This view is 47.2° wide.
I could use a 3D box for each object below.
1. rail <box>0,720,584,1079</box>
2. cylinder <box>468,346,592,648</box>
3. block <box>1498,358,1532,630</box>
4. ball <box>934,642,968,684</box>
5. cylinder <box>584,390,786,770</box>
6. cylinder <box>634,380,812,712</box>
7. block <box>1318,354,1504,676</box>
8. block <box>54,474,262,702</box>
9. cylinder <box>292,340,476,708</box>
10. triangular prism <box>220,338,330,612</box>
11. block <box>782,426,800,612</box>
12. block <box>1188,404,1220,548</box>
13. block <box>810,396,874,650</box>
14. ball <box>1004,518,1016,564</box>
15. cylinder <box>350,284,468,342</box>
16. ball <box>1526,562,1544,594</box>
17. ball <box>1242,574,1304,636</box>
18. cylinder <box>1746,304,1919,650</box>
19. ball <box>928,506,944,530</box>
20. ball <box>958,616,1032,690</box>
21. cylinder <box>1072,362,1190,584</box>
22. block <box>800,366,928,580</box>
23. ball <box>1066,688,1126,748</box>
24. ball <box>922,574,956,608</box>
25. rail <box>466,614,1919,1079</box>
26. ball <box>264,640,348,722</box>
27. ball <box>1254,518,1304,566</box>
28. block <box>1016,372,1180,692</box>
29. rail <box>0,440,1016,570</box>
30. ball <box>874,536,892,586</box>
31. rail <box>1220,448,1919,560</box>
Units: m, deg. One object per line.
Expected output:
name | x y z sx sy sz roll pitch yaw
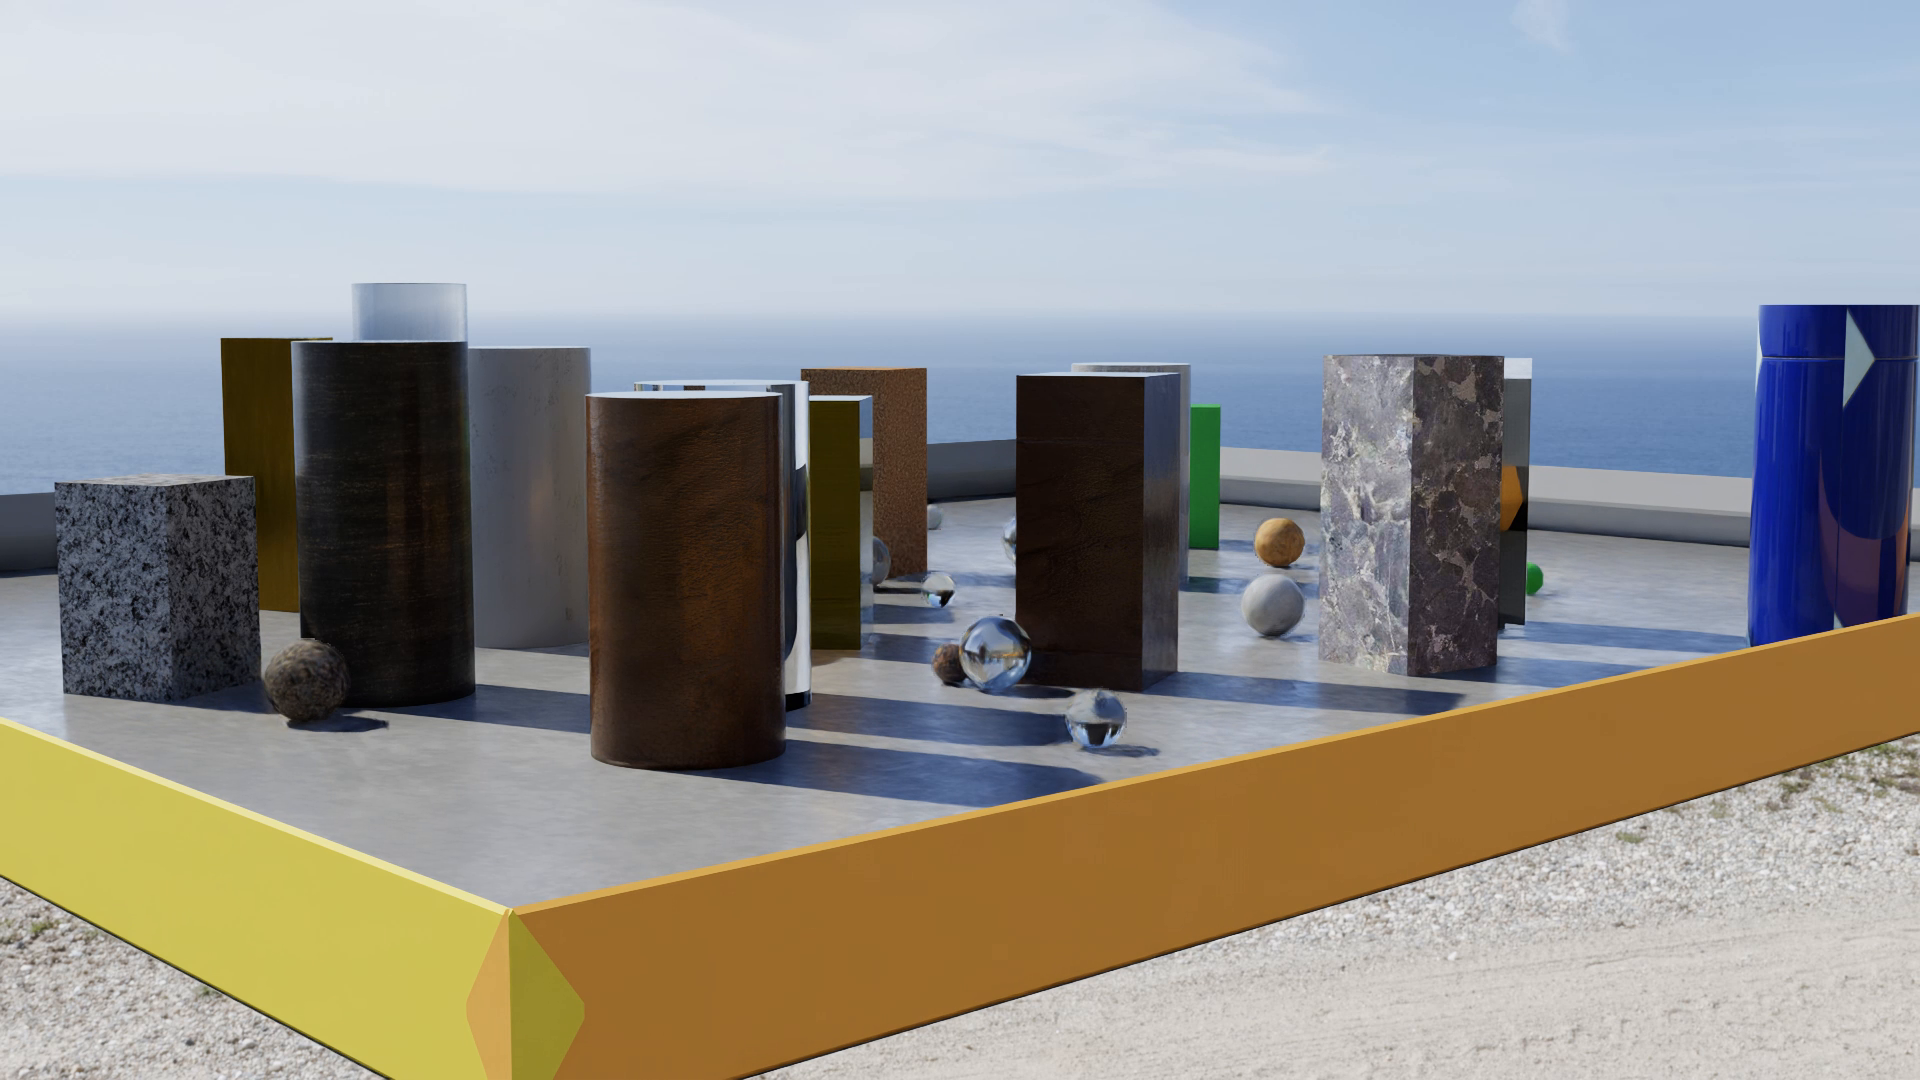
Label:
rail | -1.196 0.148 2.234 0.045 0.127 2.877 -5 8 -42
cylinder | -0.596 -0.063 2.977 0.196 0.395 0.196 0 6 0
block | 0.689 -0.067 3.096 0.157 0.377 0.157 -6 8 -44
ball | -0.008 0.147 2.630 0.049 0.049 0.049 0 6 0
cylinder | -0.275 0.034 2.210 0.196 0.361 0.196 0 6 0
cylinder | -0.267 0.004 2.488 0.196 0.364 0.196 0 6 0
block | 0.566 -0.038 2.769 0.157 0.388 0.157 -4 7 -34
block | -0.944 0.051 2.597 0.157 0.246 0.157 2 6 20
cylinder | -0.665 -0.025 2.543 0.196 0.409 0.196 0 6 0
triangular prism | -0.992 -0.103 3.321 0.170 0.403 0.147 2 6 22
block | -0.321 -0.033 3.310 0.157 0.266 0.157 0 6 -3
block | 0.418 -0.126 4.207 0.157 0.263 0.157 1 6 7
block | -0.203 -0.027 2.956 0.157 0.328 0.157 0 6 4
ball | 0.123 0.002 3.778 0.098 0.098 0.098 0 6 0
cylinder | -0.956 -0.201 3.843 0.196 0.490 0.196 0 6 0
ball | 0.889 0.061 3.447 0.051 0.051 0.051 0 6 0
ball | 0.428 0.089 3.010 0.086 0.086 0.086 0 6 0
cylinder | 1.138 -0.080 2.871 0.196 0.451 0.196 0 6 0
ball | -0.060 -0.045 4.447 0.052 0.052 0.052 0 6 0
ball | 0.042 0.133 2.585 0.086 0.086 0.086 0 6 0
cylinder | 0.280 -0.111 3.619 0.196 0.357 0.196 0 6 0
block | -0.161 -0.117 3.724 0.157 0.347 0.157 3 7 25
ball | 0.138 0.182 2.239 0.061 0.061 0.061 0 6 0
ball | -0.032 0.076 3.301 0.051 0.051 0.051 0 6 0
rail | 0.960 0.141 2.298 3.303 0.127 0.045 -5 8 -42
ball | -0.709 0.153 2.387 0.088 0.088 0.088 0 6 0
ball | 0.557 0.003 3.829 0.086 0.086 0.086 0 6 0
block | 0.168 -0.016 2.657 0.157 0.368 0.157 2 6 21
rail | -0.960 -0.075 4.366 3.303 0.127 0.045 -5 8 -42
ball | -0.155 0.035 3.512 0.089 0.089 0.089 0 6 0
rail | 1.196 -0.082 4.430 0.045 0.127 2.877 -5 8 -42
